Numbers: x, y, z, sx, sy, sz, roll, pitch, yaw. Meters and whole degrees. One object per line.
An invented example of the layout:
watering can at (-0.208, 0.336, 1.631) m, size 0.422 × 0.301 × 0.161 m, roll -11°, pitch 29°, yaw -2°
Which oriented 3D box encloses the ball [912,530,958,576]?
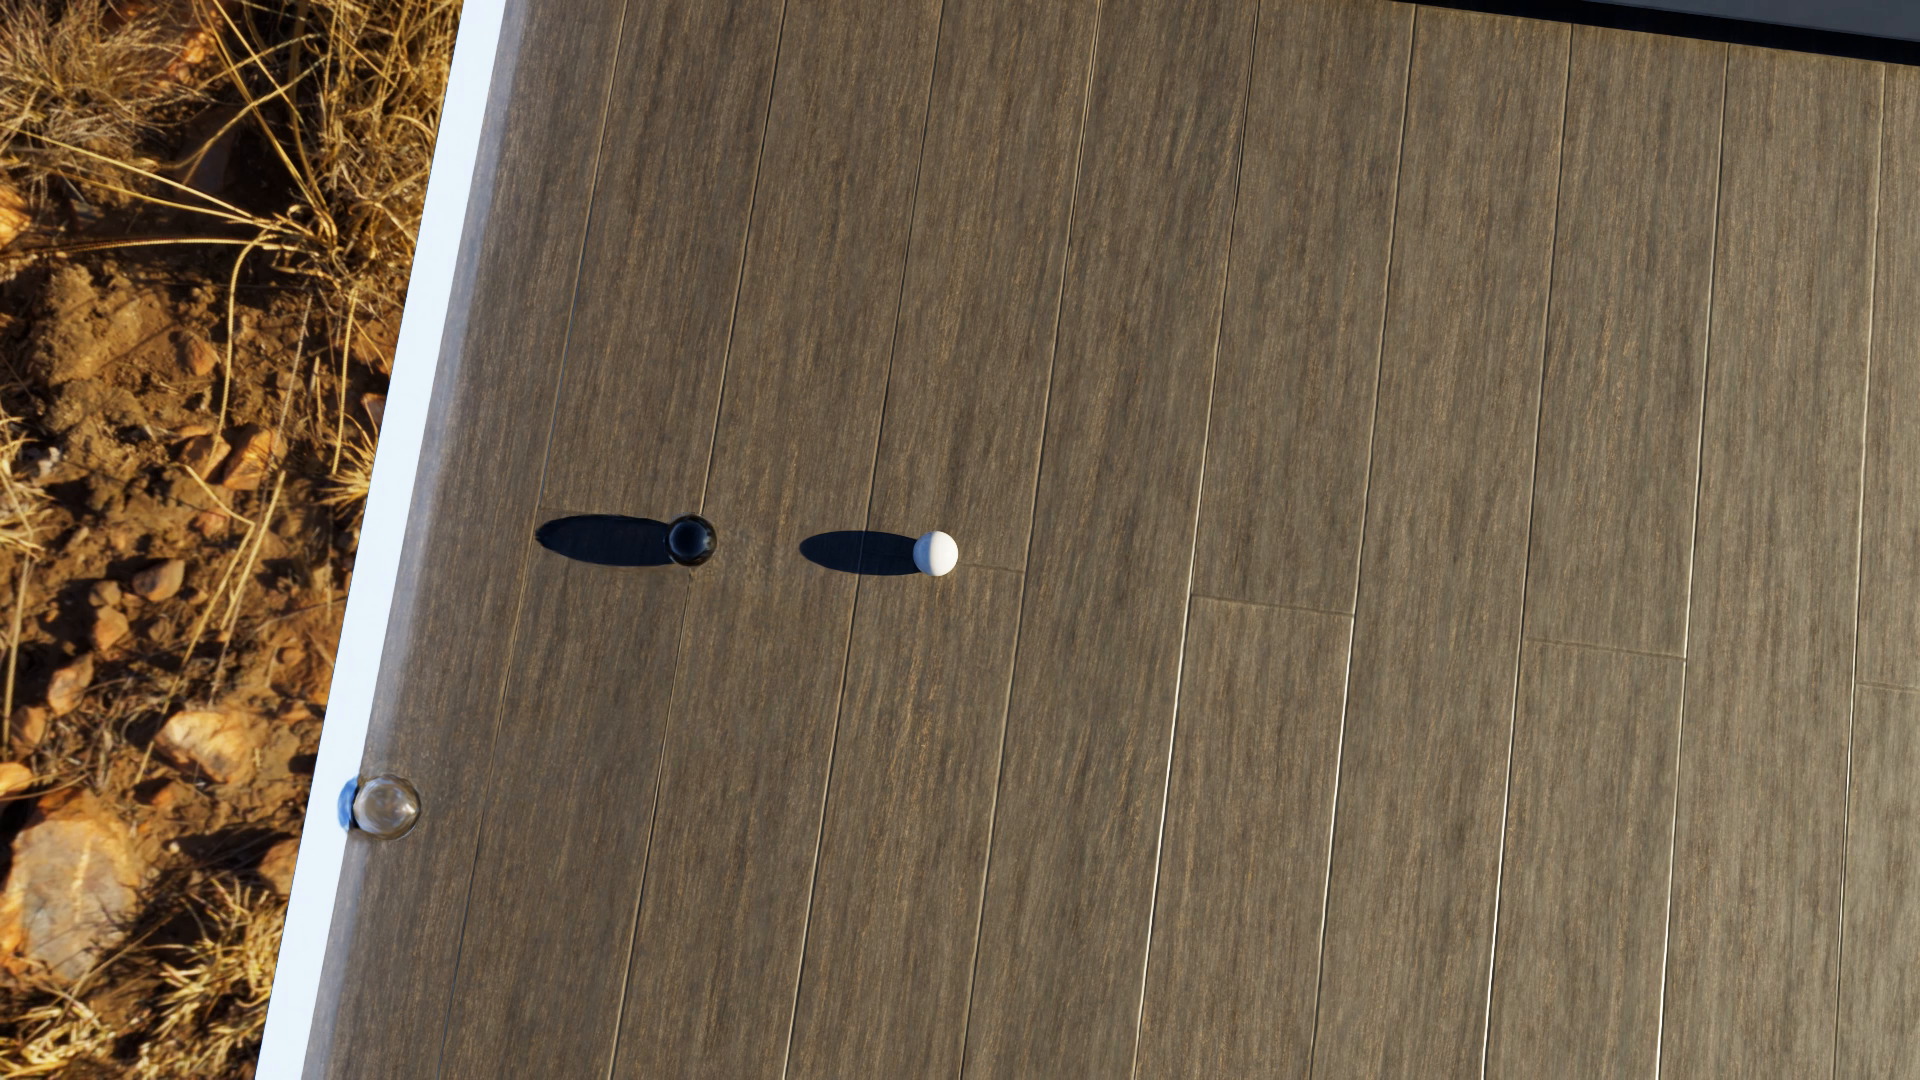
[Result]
ball at (-0.037, 0.021, 3.300) m, size 0.068 × 0.068 × 0.068 m, roll 0°, pitch 78°, yaw 0°

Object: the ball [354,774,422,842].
ball at (-0.831, 0.389, 3.196) m, size 0.097 × 0.097 × 0.097 m, roll 0°, pitch 78°, yaw 0°

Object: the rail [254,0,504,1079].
rail at (-0.837, -0.116, 3.298) m, size 0.045 × 0.126 × 2.059 m, roll 7°, pitch 78°, yaw 2°

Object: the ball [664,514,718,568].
ball at (-0.404, 0.002, 3.298) m, size 0.080 × 0.080 × 0.080 m, roll 0°, pitch 78°, yaw 0°

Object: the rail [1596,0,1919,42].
rail at (0.994, -0.868, 3.454) m, size 3.472 × 0.126 × 0.045 m, roll 7°, pitch 78°, yaw 2°
